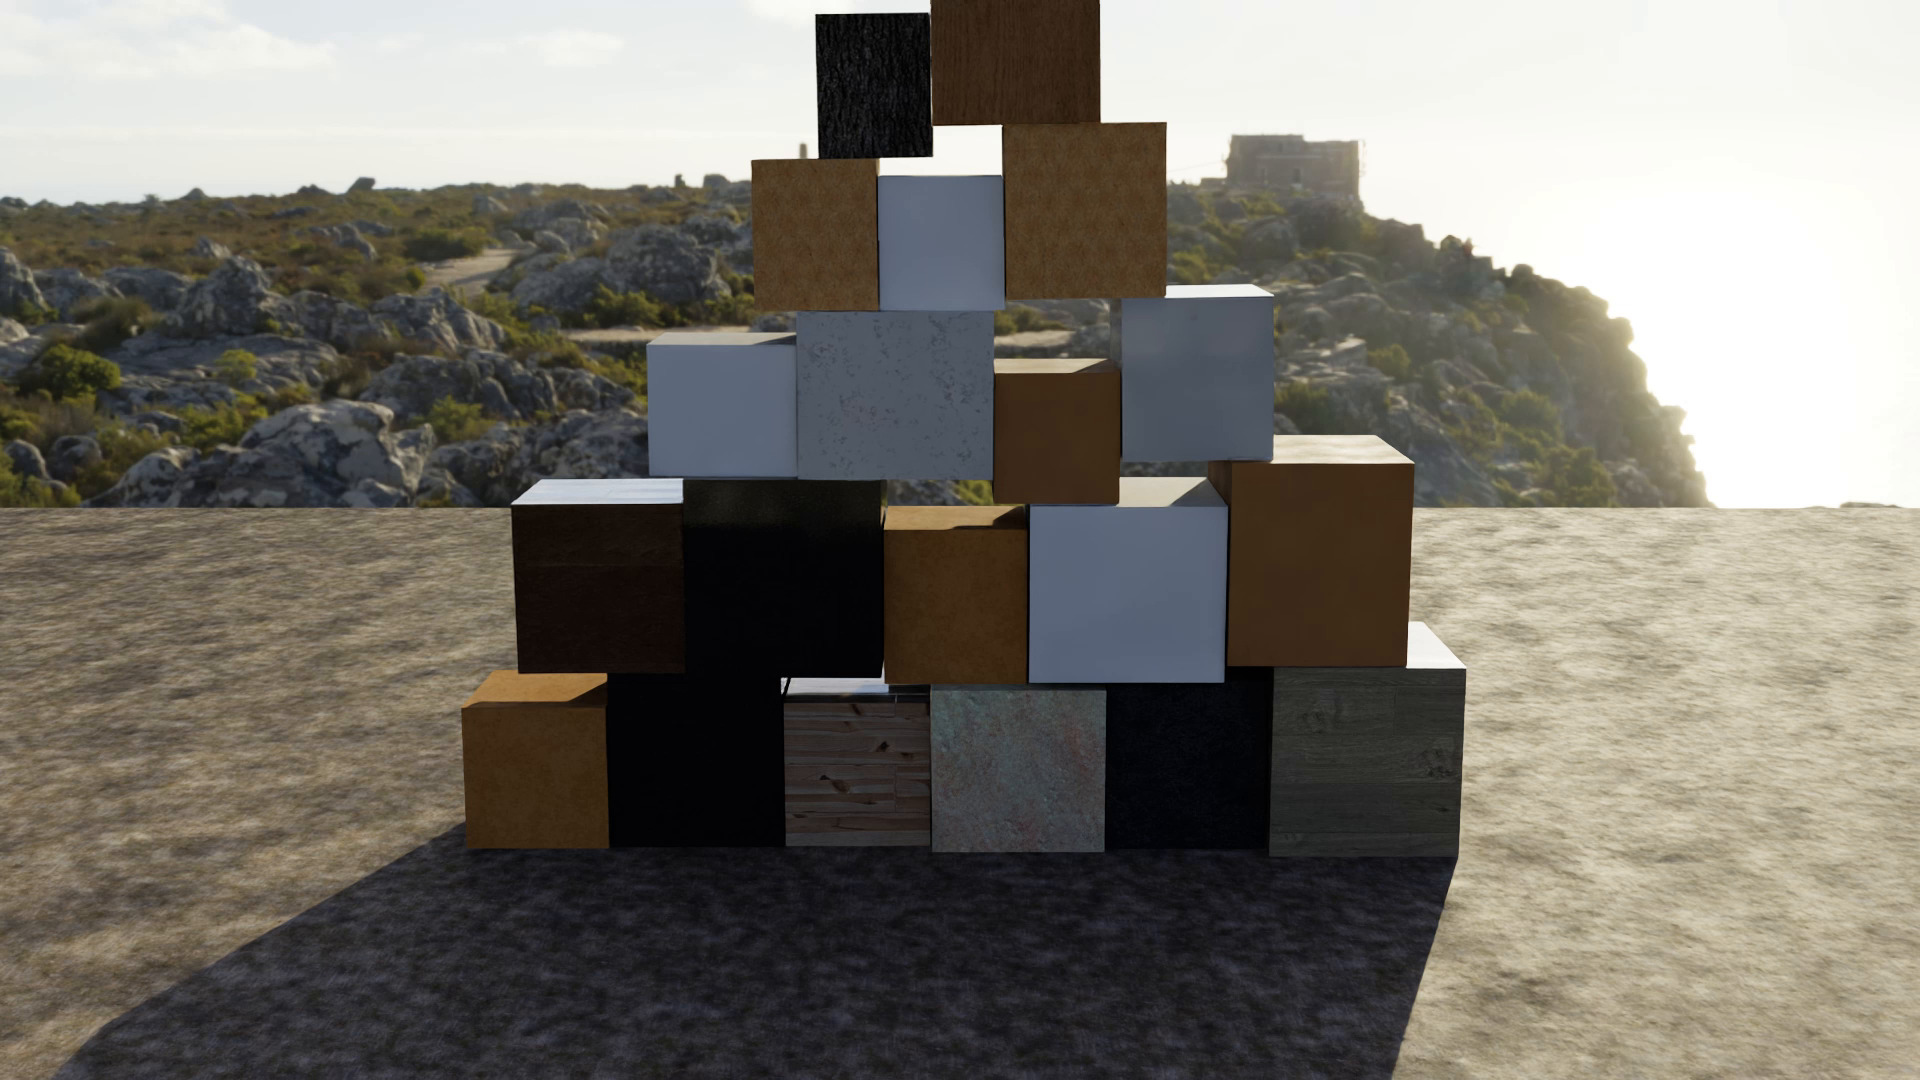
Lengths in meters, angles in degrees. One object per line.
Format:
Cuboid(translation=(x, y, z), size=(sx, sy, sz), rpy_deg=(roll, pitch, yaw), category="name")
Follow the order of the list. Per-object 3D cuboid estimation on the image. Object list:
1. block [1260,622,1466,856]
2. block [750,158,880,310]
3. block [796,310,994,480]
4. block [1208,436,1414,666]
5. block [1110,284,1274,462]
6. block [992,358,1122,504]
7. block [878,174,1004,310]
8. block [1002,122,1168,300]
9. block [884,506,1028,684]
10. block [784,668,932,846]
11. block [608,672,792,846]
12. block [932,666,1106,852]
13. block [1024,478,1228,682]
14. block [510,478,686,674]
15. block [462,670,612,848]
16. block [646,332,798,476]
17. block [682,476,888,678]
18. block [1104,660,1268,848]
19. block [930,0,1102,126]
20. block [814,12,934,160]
Cuboid(translation=(2.006, 1.005, 11.349), size=(0.941, 0.962, 1.050), rpy_deg=(0, 10, 0), category="block")
Cuboid(translation=(-0.698, -1.525, 10.901), size=(0.598, 0.720, 0.669), rpy_deg=(-1, 10, 0), category="block")
Cuboid(translation=(-0.312, -0.768, 11.027), size=(0.947, 0.810, 0.857), rpy_deg=(0, 10, 0), category="block")
Cuboid(translation=(1.753, 0.033, 11.194), size=(0.880, 1.006, 1.013), rpy_deg=(0, 10, 0), category="block")
Cuboid(translation=(1.151, -0.850, 11.040), size=(0.733, 0.794, 0.832), rpy_deg=(-1, 10, 0), category="block")
Cuboid(translation=(0.474, -0.557, 11.071), size=(0.618, 0.642, 0.698), rpy_deg=(0, 10, 0), category="block")
Cuboid(translation=(-0.090, -1.486, 10.918), size=(0.613, 0.639, 0.627), rpy_deg=(0, 10, 0), category="block")
Cuboid(translation=(0.603, -1.642, 10.902), size=(0.772, 0.831, 0.781), rpy_deg=(-1, 10, 0), category="block")
Cuboid(translation=(-0.023, 0.270, 11.247), size=(0.709, 0.782, 0.705), rpy_deg=(0, 10, 0), category="block")
Cuboid(translation=(-0.514, 1.111, 11.377), size=(0.728, 0.743, 0.732), rpy_deg=(0, 10, 0), category="block")
Cuboid(translation=(-1.319, 1.034, 11.374), size=(0.863, 0.896, 0.786), rpy_deg=(0, 10, 0), category="block")
Cuboid(translation=(0.291, 1.067, 11.377), size=(0.861, 0.831, 0.941), rpy_deg=(0, 10, 0), category="block")
Cuboid(translation=(0.822, 0.186, 11.233), size=(0.962, 0.879, 0.947), rpy_deg=(0, 10, 0), category="block")
Cuboid(translation=(-1.779, 0.171, 11.231), size=(0.834, 0.854, 0.794), rpy_deg=(0, 10, 0), category="block")
Cuboid(translation=(-2.119, 1.120, 11.370), size=(0.715, 0.728, 0.795), rpy_deg=(0, 10, 0), category="block")
Cuboid(translation=(-1.157, -0.691, 11.045), size=(0.724, 0.643, 0.684), rpy_deg=(0, 10, 0), category="block")
Cuboid(translation=(-0.865, 0.111, 11.196), size=(0.961, 0.985, 0.935), rpy_deg=(0, 10, 0), category="block")
Cuboid(translation=(1.129, 1.048, 11.374), size=(0.794, 0.868, 0.841), rpy_deg=(0, 10, 0), category="block")
Cuboid(translation=(0.262, -2.436, 10.721), size=(0.799, 0.807, 0.785), rpy_deg=(-1, 10, 0), category="block")
Cuboid(translation=(-0.409, -2.215, 10.769), size=(0.547, 0.678, 0.654), rpy_deg=(-1, 10, 0), category="block")
